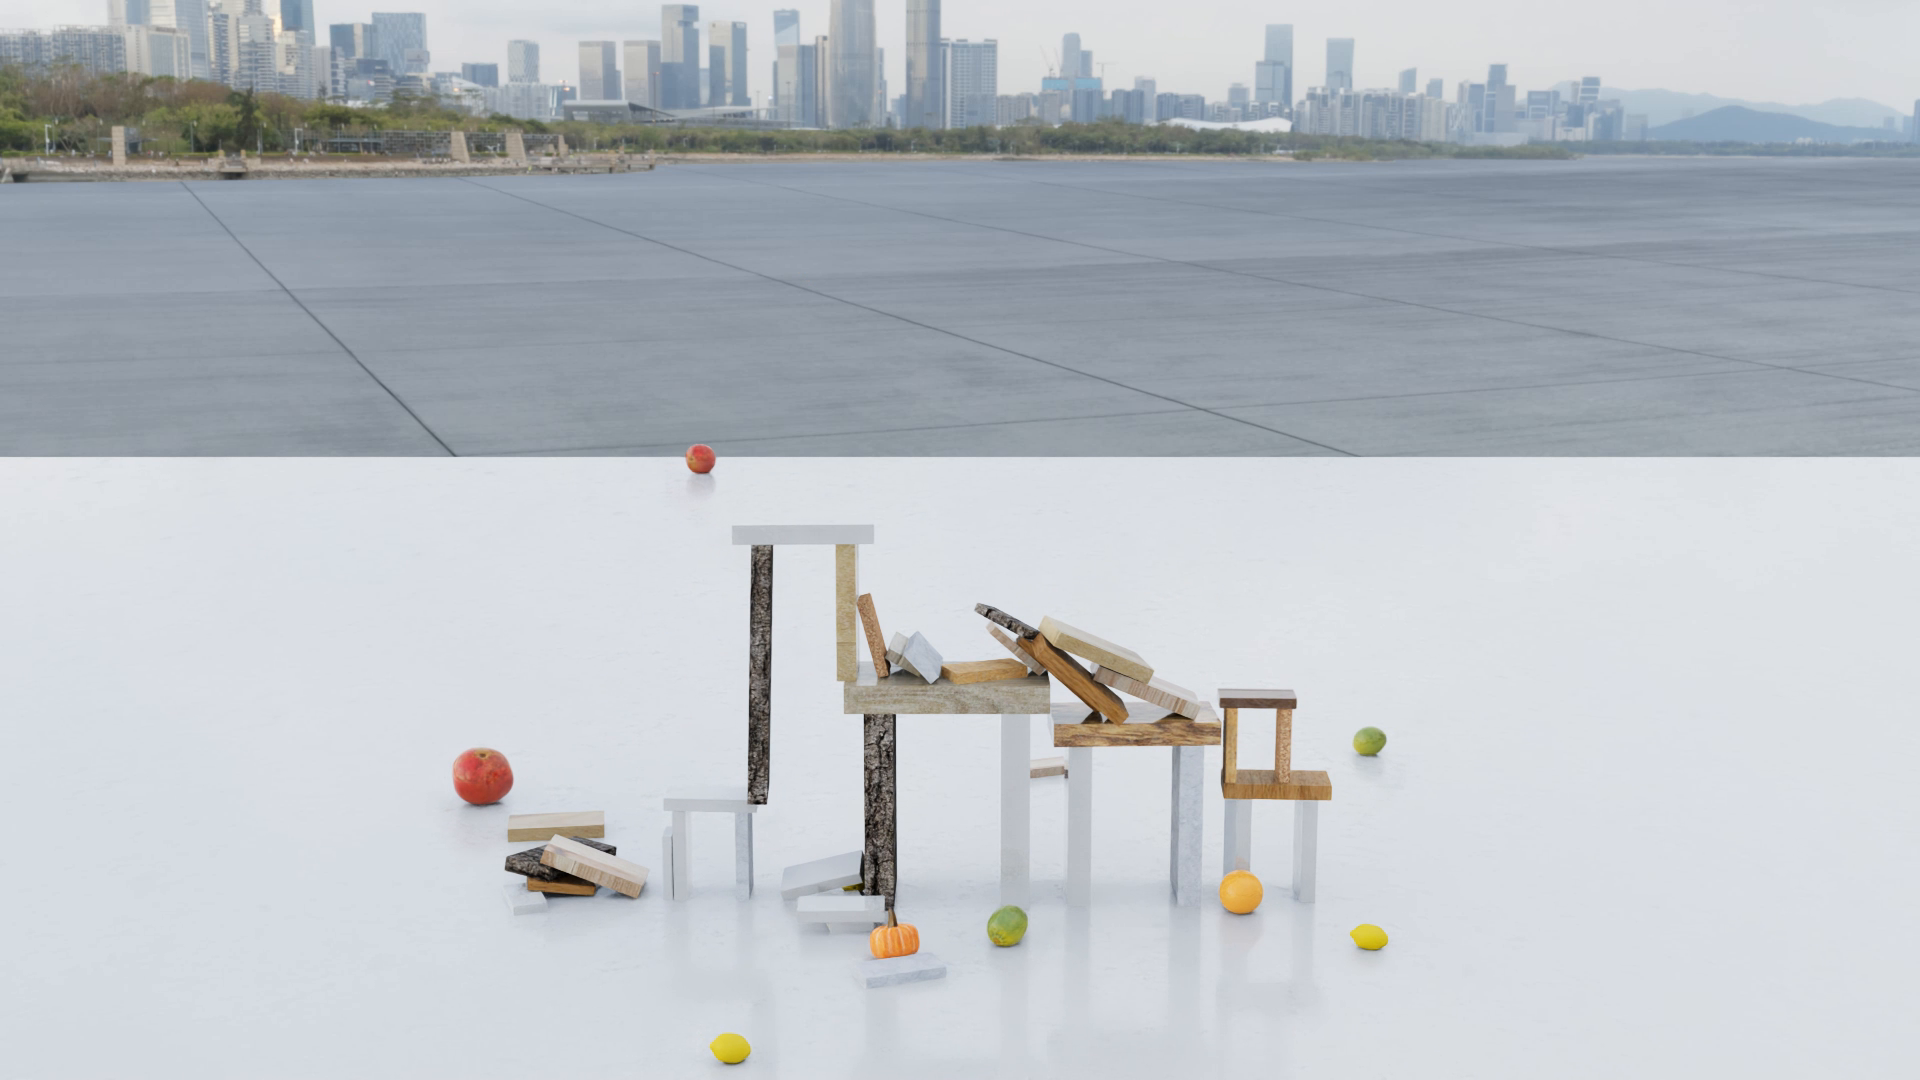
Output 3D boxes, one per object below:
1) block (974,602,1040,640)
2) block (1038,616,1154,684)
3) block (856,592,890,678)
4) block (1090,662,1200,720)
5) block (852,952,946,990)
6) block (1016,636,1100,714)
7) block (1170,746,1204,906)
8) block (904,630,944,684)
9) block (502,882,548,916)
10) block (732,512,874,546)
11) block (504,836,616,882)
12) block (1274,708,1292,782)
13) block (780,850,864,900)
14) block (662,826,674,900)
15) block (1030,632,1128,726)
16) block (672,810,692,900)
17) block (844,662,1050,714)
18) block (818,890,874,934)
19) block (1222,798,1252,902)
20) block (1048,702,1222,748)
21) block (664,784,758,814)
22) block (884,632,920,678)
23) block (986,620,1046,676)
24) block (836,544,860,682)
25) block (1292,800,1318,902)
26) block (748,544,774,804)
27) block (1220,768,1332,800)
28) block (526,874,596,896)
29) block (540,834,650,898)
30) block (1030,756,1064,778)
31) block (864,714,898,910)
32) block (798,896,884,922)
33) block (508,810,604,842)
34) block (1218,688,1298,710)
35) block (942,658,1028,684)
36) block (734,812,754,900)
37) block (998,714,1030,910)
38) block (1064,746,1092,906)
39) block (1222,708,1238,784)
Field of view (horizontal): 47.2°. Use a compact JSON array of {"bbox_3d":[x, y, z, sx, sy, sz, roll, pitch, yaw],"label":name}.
[{"bbox_3d":[0.080,0.135,3.611,0.109,0.015,0.054,27,6,34],"label":"block"},{"bbox_3d":[0.221,0.178,3.574,0.179,0.025,0.090,23,9,-20],"label":"block"},{"bbox_3d":[-0.140,0.155,3.589,0.018,0.128,0.064,-15,10,5],"label":"block"},{"bbox_3d":[0.303,0.240,3.606,0.179,0.025,0.090,22,10,-4],"label":"block"},{"bbox_3d":[-0.092,0.648,3.309,0.128,0.018,0.064,-4,11,-21],"label":"block"},{"bbox_3d":[0.164,0.218,3.608,0.177,0.015,0.054,41,4,-3],"label":"block"},{"bbox_3d":[0.376,0.455,3.649,0.039,0.272,0.136,0,11,0],"label":"block"},{"bbox_3d":[-0.059,0.190,3.583,0.018,0.063,0.126,-42,6,10],"label":"block"},{"bbox_3d":[-0.717,0.591,3.623,0.055,0.016,0.110,-4,11,-20],"label":"block"},{"bbox_3d":[-0.251,-0.019,3.551,0.226,0.032,0.113,0,11,-2],"label":"block"},{"bbox_3d":[-0.679,0.543,3.749,0.086,0.024,0.220,10,5,20],"label":"block"},{"bbox_3d":[0.533,0.331,3.625,0.018,0.125,0.063,0,11,1],"label":"block"},{"bbox_3d":[-0.227,0.556,3.651,0.138,0.020,0.069,-14,24,9],"label":"block"},{"bbox_3d":[-0.483,0.537,3.654,0.016,0.110,0.055,0,11,0],"label":"block"},{"bbox_3d":[0.193,0.224,3.556,0.179,0.025,0.090,40,8,-11],"label":"block"},{"bbox_3d":[-0.462,0.514,3.660,0.022,0.153,0.076,0,11,0],"label":"block"},{"bbox_3d":[-0.021,0.241,3.605,0.331,0.047,0.166,0,11,0],"label":"block"},{"bbox_3d":[-0.186,0.601,3.557,0.069,0.020,0.138,-2,11,-13],"label":"block"},{"bbox_3d":[0.460,0.504,3.654,0.025,0.176,0.088,-1,11,-6],"label":"block"},{"bbox_3d":[0.285,0.303,3.622,0.272,0.039,0.136,0,11,-2],"label":"block"},{"bbox_3d":[-0.410,0.428,3.636,0.153,0.022,0.077,2,11,-1],"label":"block"},{"bbox_3d":[-0.087,0.188,3.635,0.064,0.018,0.128,29,11,-2],"label":"block"},{"bbox_3d":[0.090,0.176,3.595,0.109,0.015,0.054,41,3,-11],"label":"block"},{"bbox_3d":[-0.183,0.107,3.581,0.032,0.226,0.113,0,11,0],"label":"block"},{"bbox_3d":[0.573,0.504,3.652,0.025,0.176,0.088,0,11,0],"label":"block"},{"bbox_3d":[-0.326,0.209,3.591,0.032,0.429,0.113,1,11,-3],"label":"block"},{"bbox_3d":[0.522,0.405,3.638,0.176,0.025,0.088,1,11,3],"label":"block"},{"bbox_3d":[-0.666,0.573,3.667,0.110,0.016,0.055,7,7,-14],"label":"block"},{"bbox_3d":[-0.609,0.545,3.678,0.171,0.024,0.085,21,9,-2],"label":"block"},{"bbox_3d":[0.159,0.452,4.362,0.126,0.018,0.063,-4,11,-22],"label":"block"},{"bbox_3d":[-0.131,0.427,3.640,0.047,0.331,0.166,0,11,0],"label":"block"},{"bbox_3d":[-0.189,0.589,3.511,0.138,0.020,0.069,0,11,-1],"label":"block"},{"bbox_3d":[-0.731,0.519,3.986,0.171,0.024,0.086,-2,11,-9],"label":"block"},{"bbox_3d":[0.487,0.260,3.612,0.125,0.018,0.063,0,11,3],"label":"block"},{"bbox_3d":[0.040,0.213,3.579,0.126,0.018,0.063,-5,11,-23],"label":"block"},{"bbox_3d":[-0.359,0.514,3.659,0.022,0.153,0.077,0,11,0],"label":"block"},{"bbox_3d":[0.090,0.427,3.640,0.047,0.331,0.166,0,11,0],"label":"block"},{"bbox_3d":[0.195,0.455,3.649,0.039,0.272,0.136,0,11,0],"label":"block"},{"bbox_3d":[0.445,0.331,3.623,0.018,0.125,0.063,0,11,2],"label":"block"}]
